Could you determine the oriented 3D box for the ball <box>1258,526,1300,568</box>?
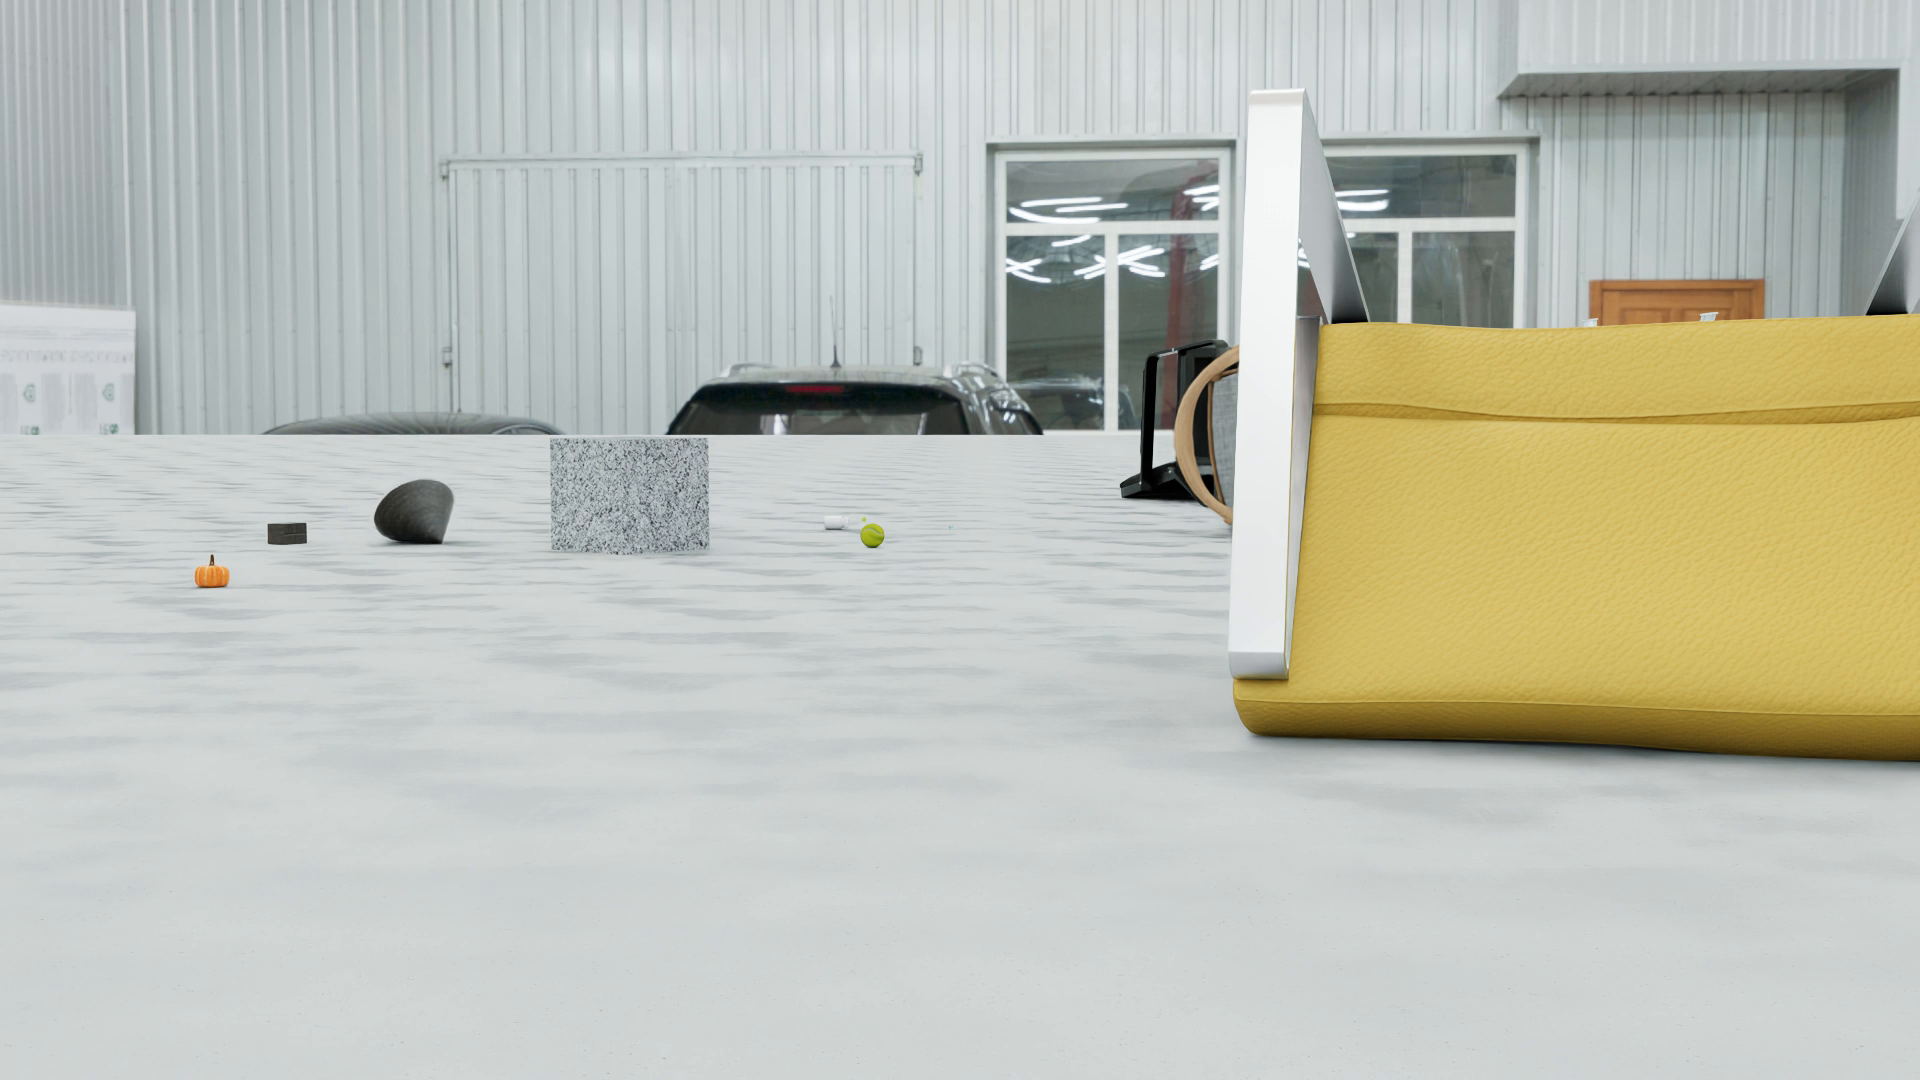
[{"bbox_3d":[0.798,0.017,5.502,0.109,0.109,0.109,0,4,0],"label":"ball"}]

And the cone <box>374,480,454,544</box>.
[{"bbox_3d":[-1.548,-0.037,6.406,0.156,0.226,0.291,45,11,27],"label":"cone"}]

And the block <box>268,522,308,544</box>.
[{"bbox_3d":[-1.955,-0.019,6.390,0.067,0.060,0.087,2,5,30],"label":"block"}]

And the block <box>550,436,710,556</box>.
[{"bbox_3d":[-0.925,-0.130,6.161,0.314,0.311,0.310,4,5,42],"label":"block"}]
